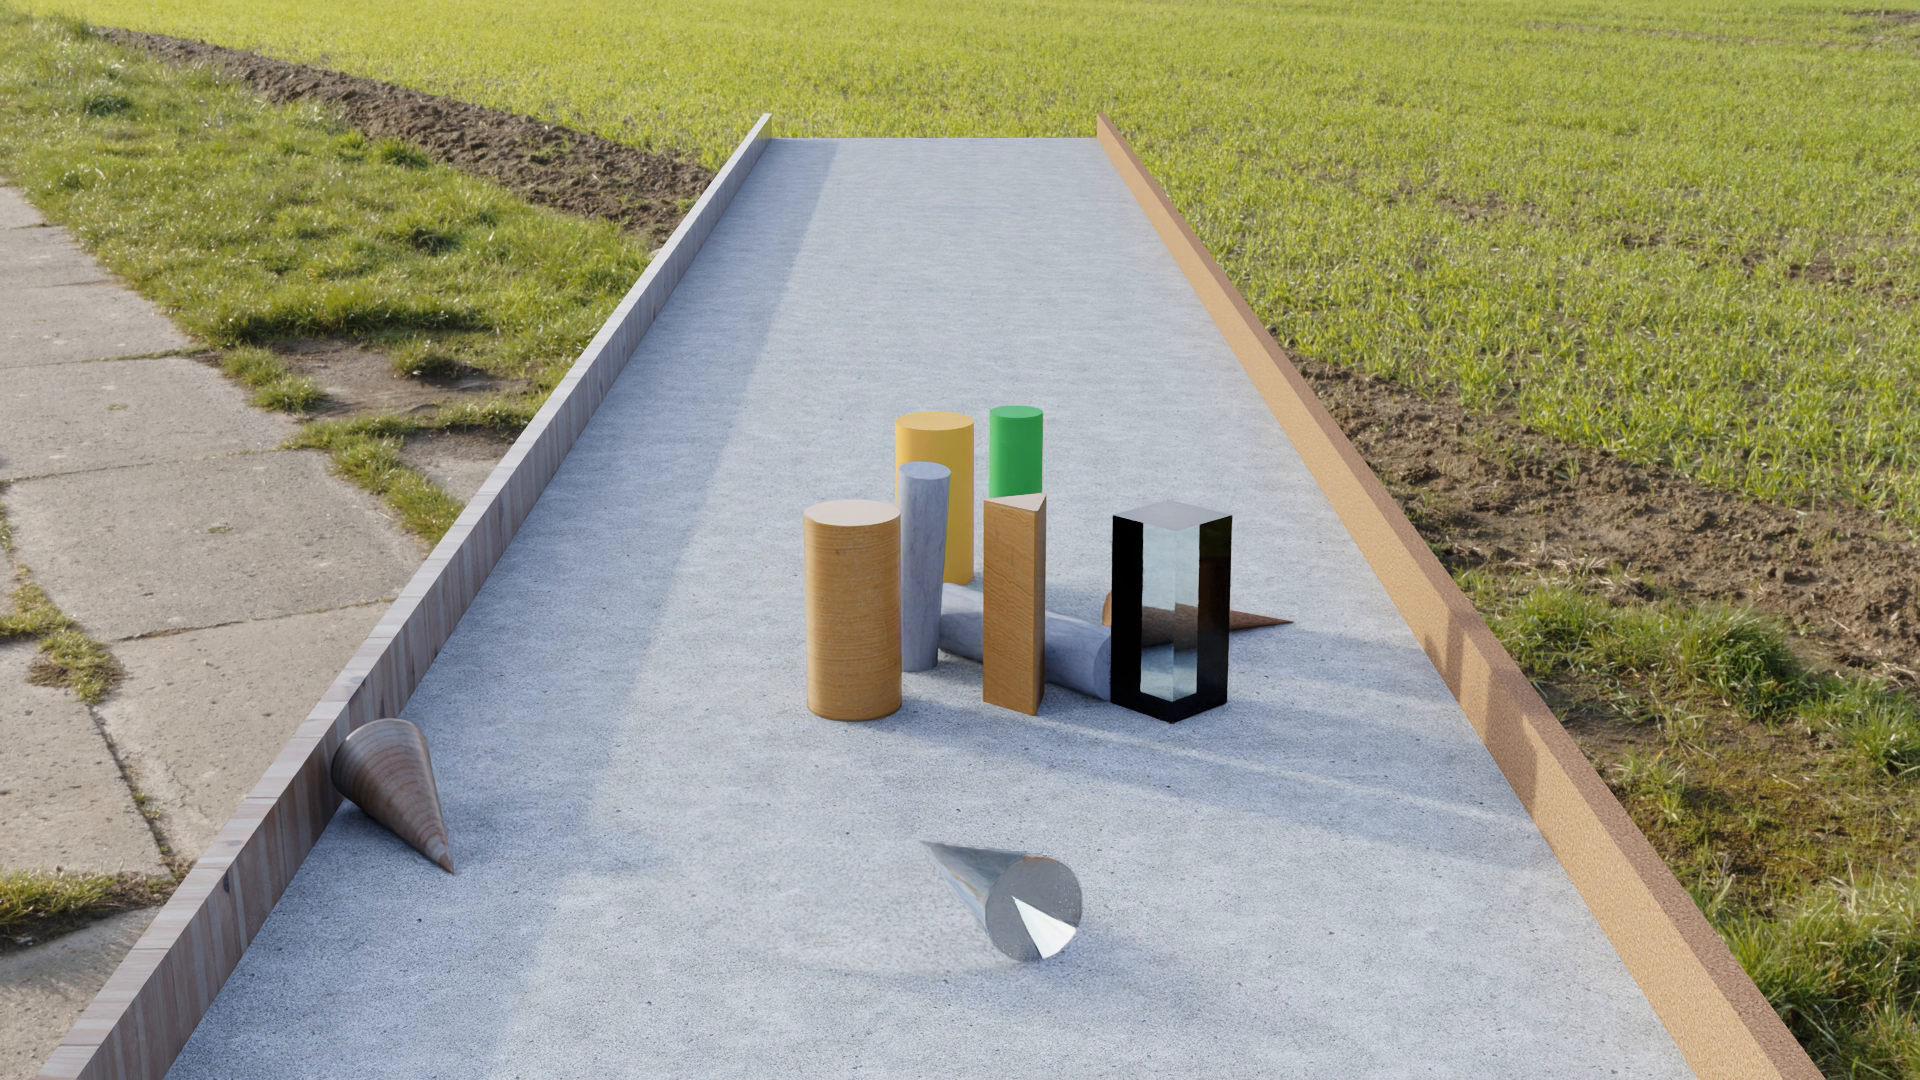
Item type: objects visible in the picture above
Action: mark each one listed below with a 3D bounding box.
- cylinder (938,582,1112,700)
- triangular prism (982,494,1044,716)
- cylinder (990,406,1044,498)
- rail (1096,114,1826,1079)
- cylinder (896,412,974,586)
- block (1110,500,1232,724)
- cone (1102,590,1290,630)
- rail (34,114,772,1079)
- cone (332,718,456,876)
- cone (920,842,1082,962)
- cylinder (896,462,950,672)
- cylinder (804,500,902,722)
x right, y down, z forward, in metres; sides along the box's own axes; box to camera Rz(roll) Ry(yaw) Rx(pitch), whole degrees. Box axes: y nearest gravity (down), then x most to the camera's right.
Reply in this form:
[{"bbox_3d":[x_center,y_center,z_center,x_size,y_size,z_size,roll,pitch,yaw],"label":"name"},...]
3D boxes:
[{"bbox_3d":[0.132,0.196,4.329,0.445,0.136,0.136,15,22,40],"label":"cylinder"},{"bbox_3d":[0.125,0.115,4.139,0.124,0.399,0.107,13,21,37],"label":"triangular prism"},{"bbox_3d":[0.117,-0.056,4.639,0.112,0.442,0.112,0,17,0],"label":"cylinder"},{"bbox_3d":[0.932,-0.844,7.801,0.050,0.150,12.000,0,17,-1],"label":"rail"},{"bbox_3d":[-0.056,-0.089,4.890,0.173,0.362,0.173,0,17,0],"label":"cylinder"},{"bbox_3d":[0.395,0.132,4.131,0.157,0.371,0.157,-15,22,-41],"label":"block"},{"bbox_3d":[0.513,0.166,4.565,0.425,0.118,0.118,2,15,-22],"label":"cone"},{"bbox_3d":[-1.118,-0.838,7.780,0.050,0.150,12.000,0,17,-1],"label":"rail"},{"bbox_3d":[-0.883,0.450,3.573,0.167,0.167,0.345,-11,33,-32],"label":"cone"},{"bbox_3d":[0.020,0.511,3.375,0.154,0.154,0.446,-7,8,-22],"label":"cone"},{"bbox_3d":[-0.082,0.054,4.320,0.101,0.405,0.101,4,21,-1],"label":"cylinder"},{"bbox_3d":[-0.200,0.131,4.120,0.180,0.380,0.180,0,17,0],"label":"cylinder"}]
